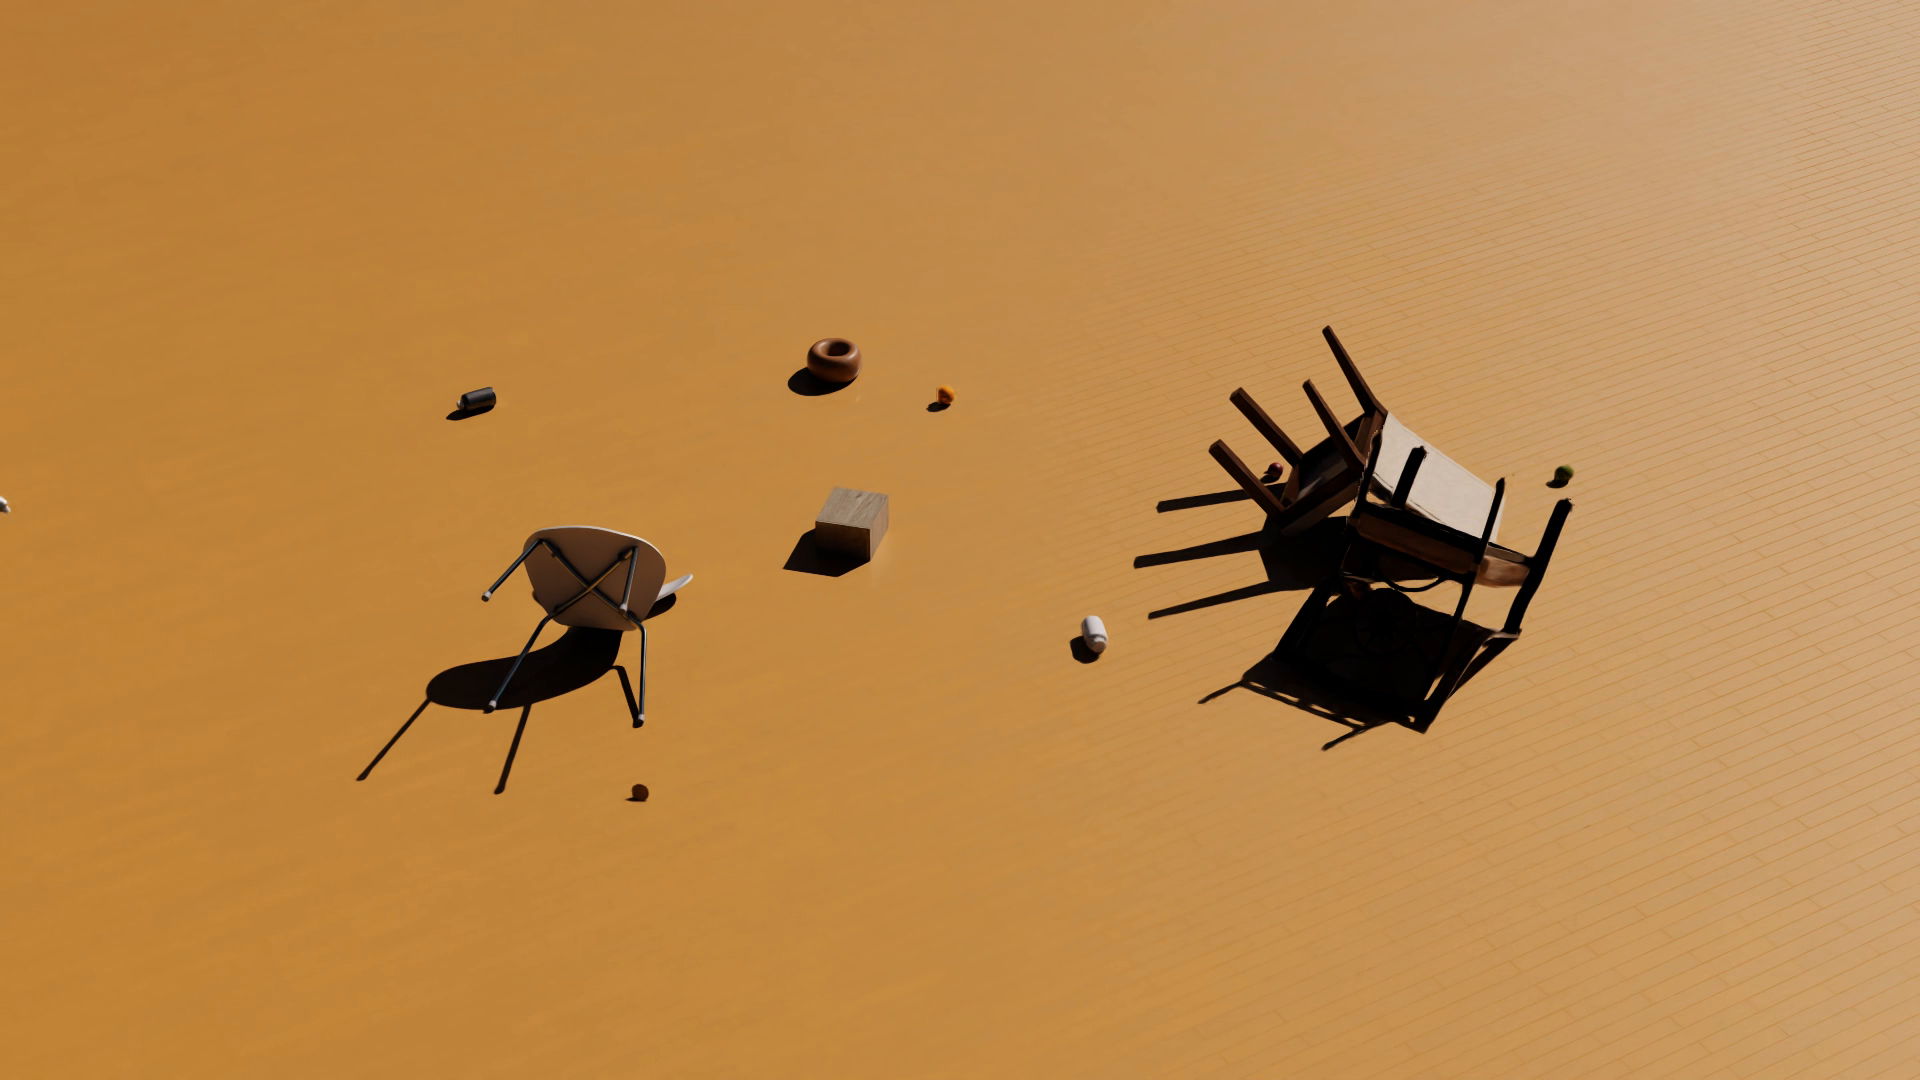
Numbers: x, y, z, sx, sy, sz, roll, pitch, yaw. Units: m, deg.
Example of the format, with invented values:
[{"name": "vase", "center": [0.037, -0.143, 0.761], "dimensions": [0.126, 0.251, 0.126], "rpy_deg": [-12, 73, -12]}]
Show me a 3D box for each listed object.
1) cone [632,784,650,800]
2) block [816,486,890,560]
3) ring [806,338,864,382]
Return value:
[{"name": "cone", "center": [-1.047, 0.830, 9.665], "dimensions": [0.062, 0.052, 0.041], "rpy_deg": [21, 4, 11]}, {"name": "block", "center": [-0.400, -0.061, 10.908], "dimensions": [0.210, 0.142, 0.244], "rpy_deg": [8, 34, 13]}, {"name": "ring", "center": [-0.510, -0.731, 11.947], "dimensions": [0.231, 0.118, 0.242], "rpy_deg": [0, 32, -3]}]
